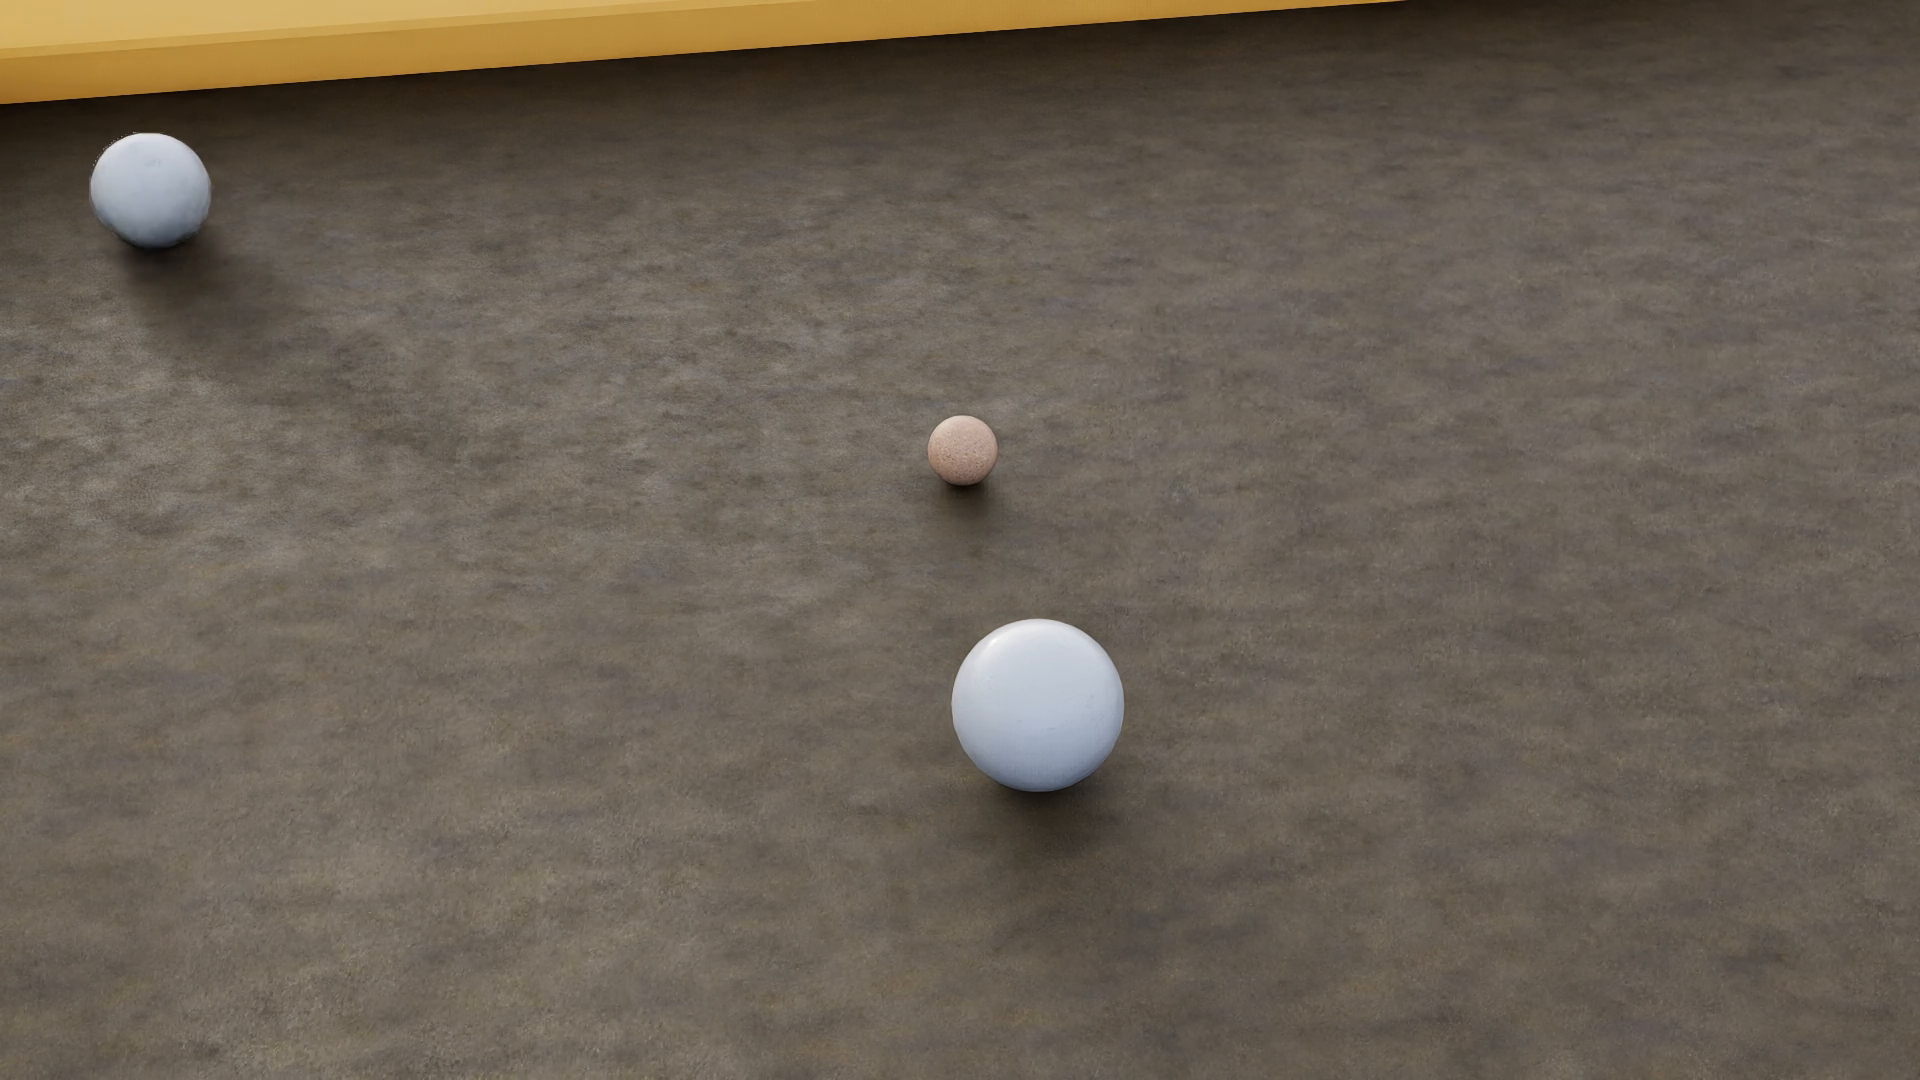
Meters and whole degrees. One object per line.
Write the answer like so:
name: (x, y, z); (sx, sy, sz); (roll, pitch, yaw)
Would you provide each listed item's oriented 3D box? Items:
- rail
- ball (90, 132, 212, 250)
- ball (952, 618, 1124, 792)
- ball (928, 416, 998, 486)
rail: (0.595, -0.557, 2.335); (2.965, 0.129, 0.045); (-6, 36, -8)
ball: (-0.622, -0.268, 1.972); (0.089, 0.089, 0.089); (0, 36, 0)
ball: (0.044, 0.094, 1.463); (0.099, 0.099, 0.099); (0, 36, 0)
ball: (0.002, -0.060, 1.720); (0.047, 0.047, 0.047); (0, 36, 0)
